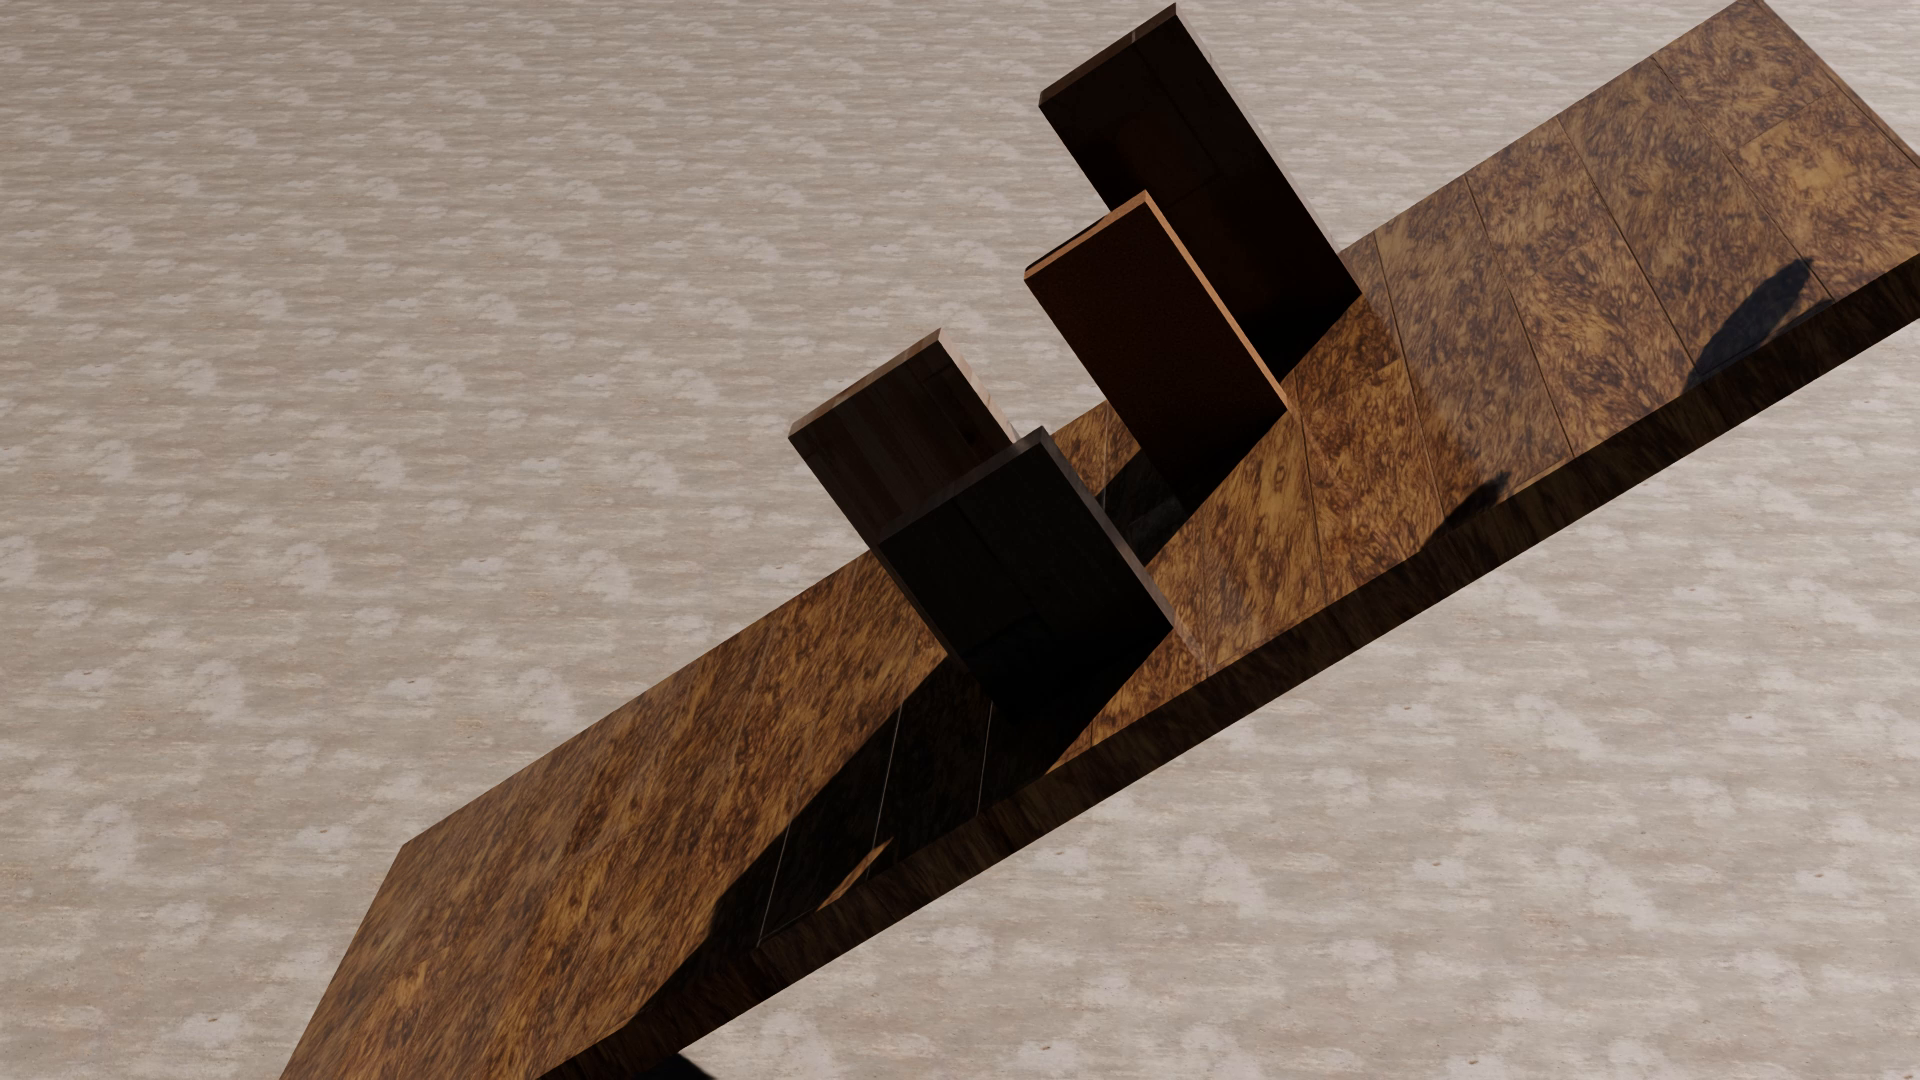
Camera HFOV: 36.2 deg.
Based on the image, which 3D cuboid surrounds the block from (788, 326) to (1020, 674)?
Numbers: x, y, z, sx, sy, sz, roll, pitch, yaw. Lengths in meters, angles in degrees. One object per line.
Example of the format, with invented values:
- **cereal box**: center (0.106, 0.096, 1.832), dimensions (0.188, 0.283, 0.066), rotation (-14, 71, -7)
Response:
- **block**: center (-0.015, -0.074, 5.989), dimensions (0.372, 0.623, 0.089), rotation (-32, 16, 15)

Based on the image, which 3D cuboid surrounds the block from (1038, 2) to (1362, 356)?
- **block**: center (0.543, -0.783, 6.621), dimensions (0.364, 0.759, 0.146), rotation (-32, 16, 15)

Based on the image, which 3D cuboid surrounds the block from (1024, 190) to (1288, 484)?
- **block**: center (0.417, -0.429, 6.249), dimensions (0.306, 0.545, 0.100), rotation (-32, 16, 15)

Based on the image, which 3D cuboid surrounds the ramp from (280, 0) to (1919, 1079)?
- **ramp**: center (0.136, 0.173, 6.304), dimensions (4.000, 0.100, 2.000), rotation (-32, 16, 15)

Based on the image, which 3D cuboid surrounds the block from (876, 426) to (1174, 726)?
- **block**: center (0.127, 0.071, 5.587), dimensions (0.372, 0.447, 0.096), rotation (-32, 16, 15)
